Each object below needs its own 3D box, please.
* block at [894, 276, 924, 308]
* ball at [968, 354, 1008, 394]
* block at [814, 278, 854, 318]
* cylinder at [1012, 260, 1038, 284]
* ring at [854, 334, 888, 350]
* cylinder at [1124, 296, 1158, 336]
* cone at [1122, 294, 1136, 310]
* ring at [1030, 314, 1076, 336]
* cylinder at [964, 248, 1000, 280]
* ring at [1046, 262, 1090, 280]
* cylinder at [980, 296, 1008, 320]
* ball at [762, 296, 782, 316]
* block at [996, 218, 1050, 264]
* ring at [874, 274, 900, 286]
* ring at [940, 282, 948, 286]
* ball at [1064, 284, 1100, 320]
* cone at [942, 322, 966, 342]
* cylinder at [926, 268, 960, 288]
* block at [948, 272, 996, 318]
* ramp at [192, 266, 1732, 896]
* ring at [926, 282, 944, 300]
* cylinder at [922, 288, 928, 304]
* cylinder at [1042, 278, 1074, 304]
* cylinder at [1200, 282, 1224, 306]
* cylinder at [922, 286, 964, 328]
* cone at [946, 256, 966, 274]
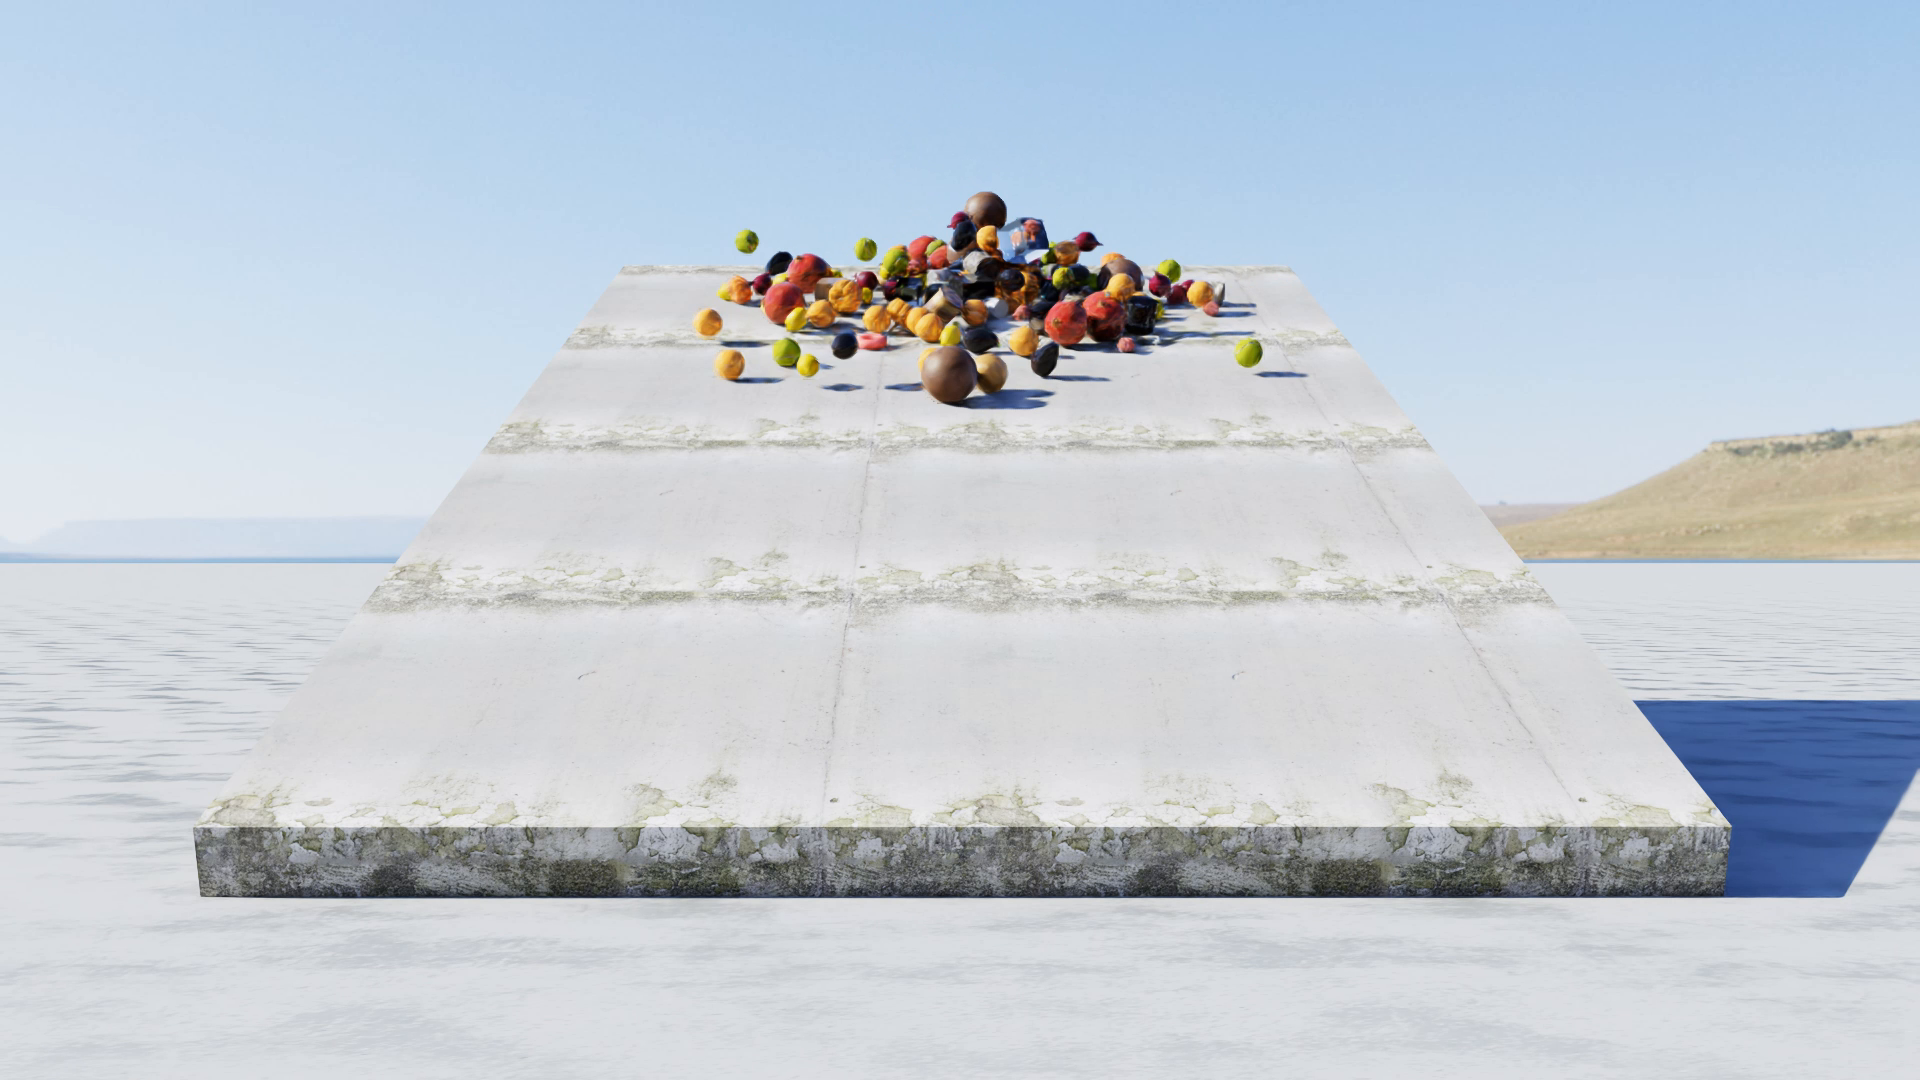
[{"bbox_3d":[-0.137,-0.668,6.013,0.061,0.061,0.061,5,36,12],"label":"block"},{"bbox_3d":[0.066,-0.386,5.156,0.091,0.091,0.091,0,0,0],"label":"ball"},{"bbox_3d":[-0.338,-0.652,6.002,0.090,0.090,0.090,3,18,8],"label":"block"},{"bbox_3d":[0.188,-0.780,6.461,0.062,0.062,0.062,0,23,17],"label":"cylinder"},{"bbox_3d":[-0.225,-0.500,5.622,0.083,0.028,0.083,-3,20,1],"label":"ring"},{"bbox_3d":[0.469,-0.583,5.779,0.078,0.078,0.078,6,29,-3],"label":"cylinder"},{"bbox_3d":[0.449,-0.640,6.003,0.051,0.051,0.051,0,2,30],"label":"cone"},{"bbox_3d":[0.240,-0.557,5.789,0.120,0.040,0.120,0,19,0],"label":"ring"},{"bbox_3d":[0.059,-0.752,6.105,0.074,0.074,0.074,0,26,-30],"label":"cylinder"},{"bbox_3d":[0.299,-0.745,6.191,0.120,0.040,0.120,4,14,-1],"label":"ring"},{"bbox_3d":[0.092,-0.622,5.969,0.053,0.053,0.053,0,13,-45],"label":"cylinder"},{"bbox_3d":[-0.506,-0.627,5.983,0.055,0.055,0.055,0,0,0],"label":"ball"},{"bbox_3d":[0.173,-0.818,6.087,0.092,0.092,0.092,-24,-14,41],"label":"block"},{"bbox_3d":[-0.205,-0.746,6.401,0.089,0.030,0.089,3,13,-1],"label":"ring"},{"bbox_3d":[-0.043,-0.680,6.127,0.092,0.031,0.092,-8,-23,-3],"label":"ring"},{"bbox_3d":[0.325,-0.633,5.936,0.095,0.095,0.095,0,0,0],"label":"ball"},{"bbox_3d":[-0.026,-0.522,5.698,0.057,0.057,0.057,-22,-12,29],"label":"cone"},{"bbox_3d":[-0.042,-0.721,6.244,0.078,0.078,0.078,-8,3,-25],"label":"cylinder"},{"bbox_3d":[0.031,-0.662,6.019,0.093,0.093,0.093,-8,23,-24],"label":"block"},{"bbox_3d":[-0.003,-0.180,4.819,2.000,0.100,4.000,0,17,0],"label":"ramp"},{"bbox_3d":[-0.045,-0.646,5.981,0.109,0.036,0.109,34,-21,15],"label":"ring"},{"bbox_3d":[-0.072,-0.663,6.057,0.053,0.053,0.053,0,-2,-23],"label":"cylinder"},{"bbox_3d":[0.274,-0.688,6.164,0.064,0.064,0.064,0,13,-44],"label":"cylinder"},{"bbox_3d":[0.694,-0.680,6.142,0.062,0.062,0.062,4,1,14],"label":"cylinder"},{"bbox_3d":[-0.044,-0.609,5.832,0.079,0.079,0.079,-45,-24,25],"label":"cylinder"},{"bbox_3d":[-0.015,-0.761,6.215,0.055,0.055,0.055,-11,-1,2],"label":"cone"}]
